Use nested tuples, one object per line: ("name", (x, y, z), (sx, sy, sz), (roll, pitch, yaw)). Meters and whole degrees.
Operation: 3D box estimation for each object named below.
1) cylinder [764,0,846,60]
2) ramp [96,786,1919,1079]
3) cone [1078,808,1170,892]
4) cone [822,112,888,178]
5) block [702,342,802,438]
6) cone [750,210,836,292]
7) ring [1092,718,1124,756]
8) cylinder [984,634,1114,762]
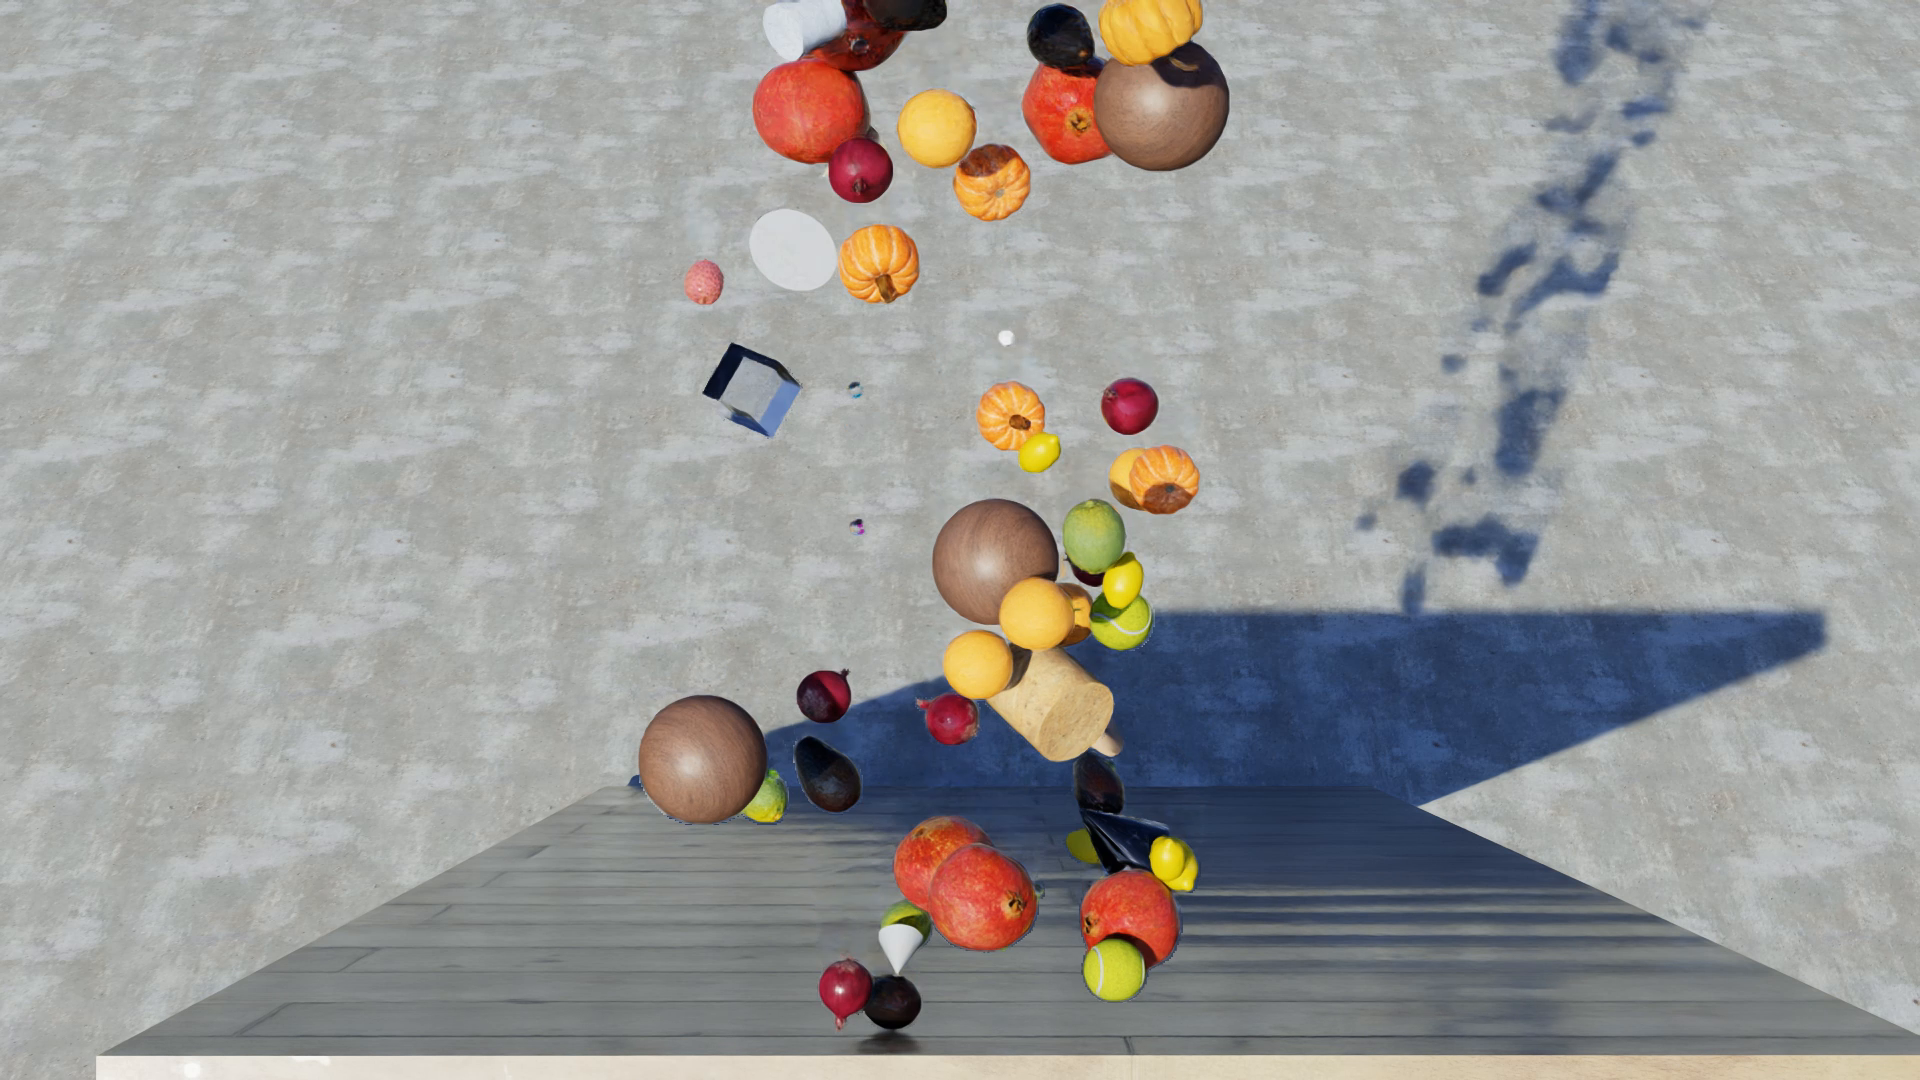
("cylinder", (-0.140, -0.467, 2.337), (0.053, 0.053, 0.053), (29, 49, 36))
("ramp", (0.074, 0.648, 4.778), (2.000, 0.100, 4.000), (0, -1, 0))
("cone", (0.173, 0.340, 3.015), (0.100, 0.100, 0.100), (40, 31, -16))
("cone", (-0.118, -0.386, 2.614), (0.064, 0.064, 0.064), (28, 68, 35))
("block", (-0.208, -0.150, 2.600), (0.061, 0.061, 0.061), (23, 78, 26))
("cone", (-0.178, -0.263, 2.545), (0.089, 0.089, 0.089), (10, 64, -20))
("ring", (0.164, 0.224, 3.080), (0.026, 0.077, 0.077), (-42, 32, 16))
("cylinder", (0.094, 0.166, 2.741), (0.098, 0.098, 0.098), (-21, 42, -28))
